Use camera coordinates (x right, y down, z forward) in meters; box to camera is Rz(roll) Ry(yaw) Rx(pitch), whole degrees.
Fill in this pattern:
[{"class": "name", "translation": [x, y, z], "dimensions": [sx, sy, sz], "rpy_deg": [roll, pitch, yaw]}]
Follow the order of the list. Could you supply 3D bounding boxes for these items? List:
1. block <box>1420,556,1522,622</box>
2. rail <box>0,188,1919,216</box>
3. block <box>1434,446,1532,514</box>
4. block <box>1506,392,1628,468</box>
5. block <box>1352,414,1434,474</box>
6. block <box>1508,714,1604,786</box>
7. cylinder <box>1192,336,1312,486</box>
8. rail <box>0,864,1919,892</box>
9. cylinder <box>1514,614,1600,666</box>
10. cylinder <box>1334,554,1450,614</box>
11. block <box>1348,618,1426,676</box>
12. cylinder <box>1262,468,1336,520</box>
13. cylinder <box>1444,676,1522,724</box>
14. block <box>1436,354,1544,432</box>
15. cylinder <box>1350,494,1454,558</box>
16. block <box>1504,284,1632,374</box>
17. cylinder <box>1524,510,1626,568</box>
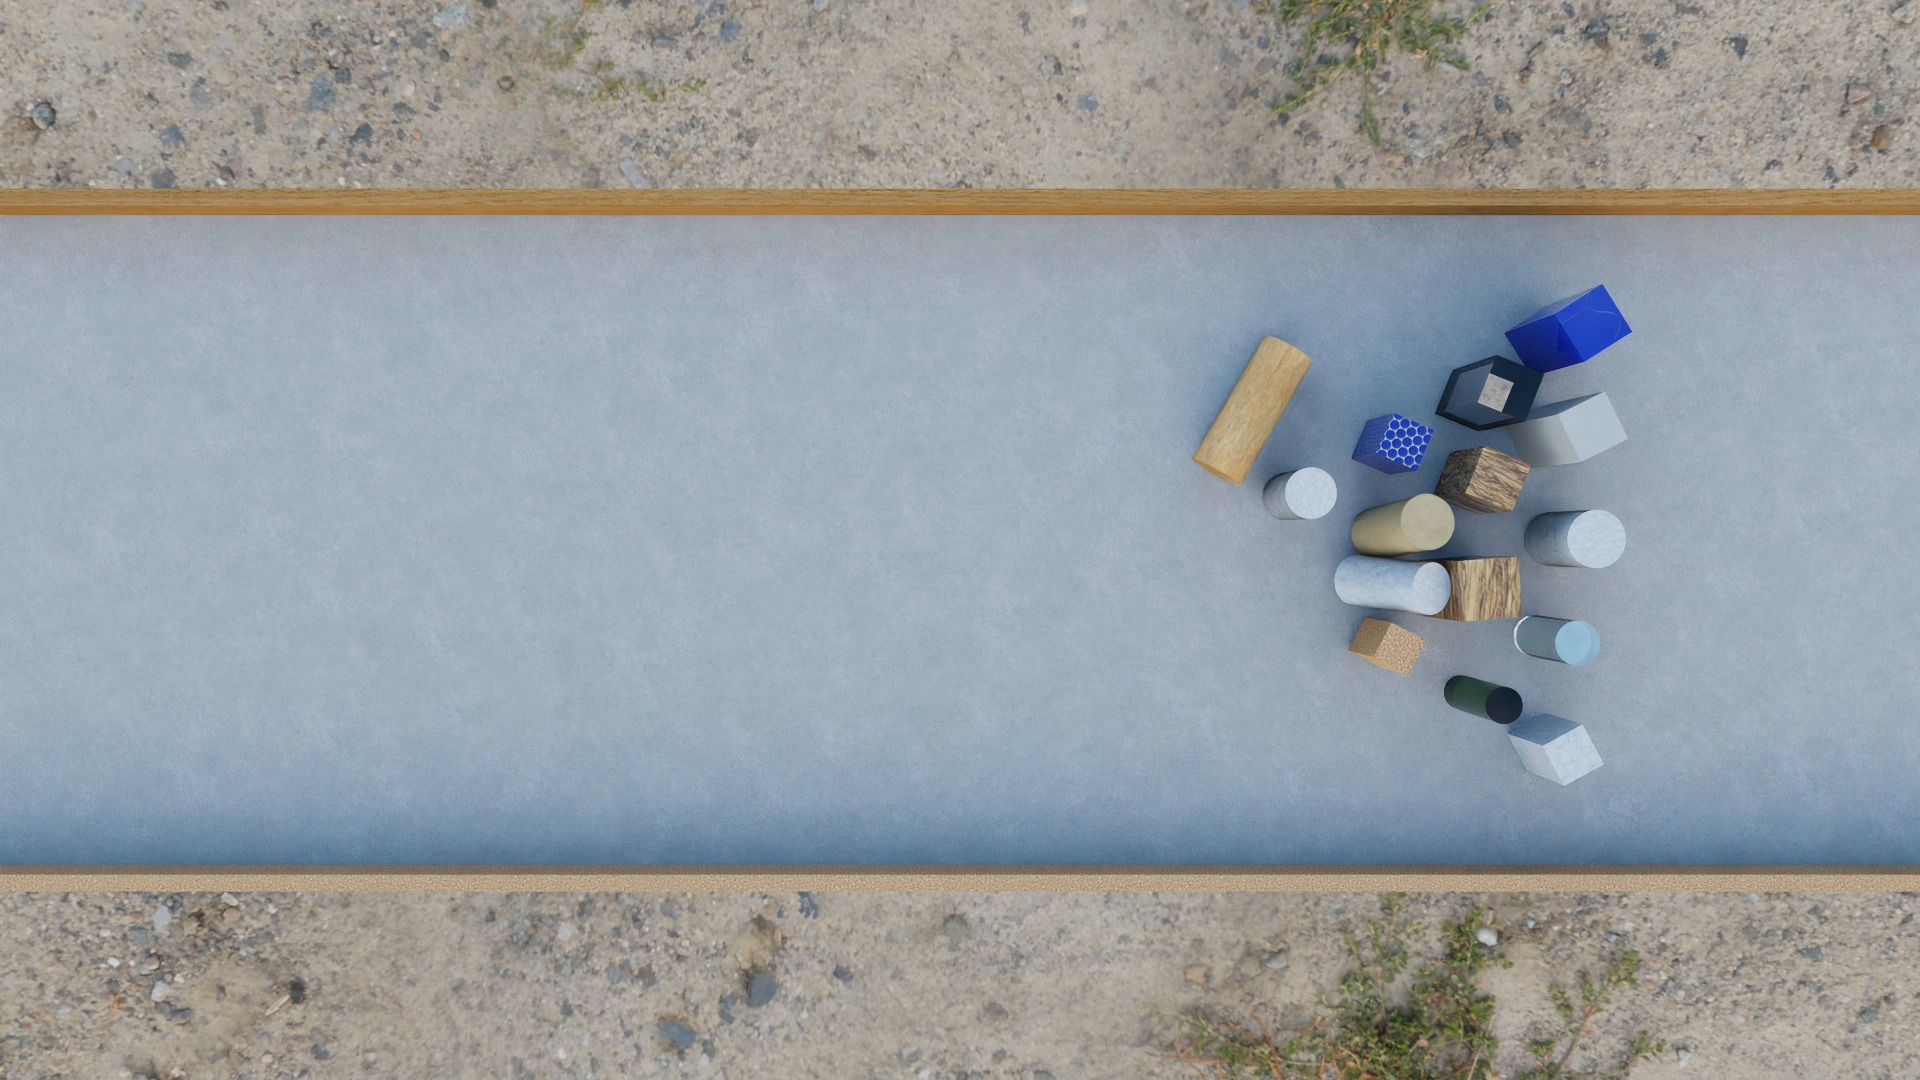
[{"class": "block", "translation": [1.510, 0.141, 4.894], "dimensions": [0.173, 0.359, 0.173], "rpy_deg": [-4, 90, -2]}, {"class": "rail", "translation": [-2.247, -1.025, 5.002], "dimensions": [12.000, 0.150, 0.050], "rpy_deg": [0, 90, 0]}, {"class": "block", "translation": [1.549, -0.176, 4.910], "dimensions": [0.146, 0.332, 0.146], "rpy_deg": [22, 90, 0]}, {"class": "block", "translation": [1.775, -0.318, 4.851], "dimensions": [0.148, 0.450, 0.148], "rpy_deg": [-26, 90, 0]}, {"class": "block", "translation": [1.287, -0.284, 4.921], "dimensions": [0.127, 0.312, 0.127], "rpy_deg": [23, 90, 0]}, {"class": "block", "translation": [1.771, 0.621, 4.920], "dimensions": [0.131, 0.314, 0.131], "rpy_deg": [-29, 90, 0]}, {"class": "cylinder", "translation": [0.885, -0.390, 4.993], "dimensions": [0.166, 0.166, 0.430], "rpy_deg": [30, 90, 0]}, {"class": "rail", "translation": [-2.247, 1.025, 5.001], "dimensions": [12.000, 0.150, 0.050], "rpy_deg": [0, 90, 0]}, {"class": "cylinder", "translation": [1.768, 0.295, 4.898], "dimensions": [0.129, 0.356, 0.129], "rpy_deg": [0, 90, 0]}, {"class": "cylinder", "translation": [1.281, 0.131, 4.897], "dimensions": [0.153, 0.325, 0.153], "rpy_deg": [-2, 94, -29]}, {"class": "block", "translation": [1.270, 0.314, 4.917], "dimensions": [0.113, 0.318, 0.113], "rpy_deg": [27, 90, 0]}, {"class": "cylinder", "translation": [1.001, -0.134, 4.880], "dimensions": [0.147, 0.391, 0.147], "rpy_deg": [0, 90, 1]}, {"class": "cylinder", "translation": [1.542, 0.469, 4.875], "dimensions": [0.106, 0.404, 0.106], "rpy_deg": [0, 90, 0]}, {"class": "block", "translation": [1.556, -0.429, 4.867], "dimensions": [0.145, 0.419, 0.145], "rpy_deg": [22, 90, 0]}, {"class": "cylinder", "translation": [1.303, -0.036, 4.873], "dimensions": [0.161, 0.386, 0.161], "rpy_deg": [1, 85, -7]}, {"class": "block", "translation": [1.785, -0.612, 4.861], "dimensions": [0.159, 0.430, 0.159], "rpy_deg": [-32, 90, 0]}, {"class": "cylinder", "translation": [1.821, -0.003, 4.897], "dimensions": [0.168, 0.360, 0.168], "rpy_deg": [0, 90, 0]}]
